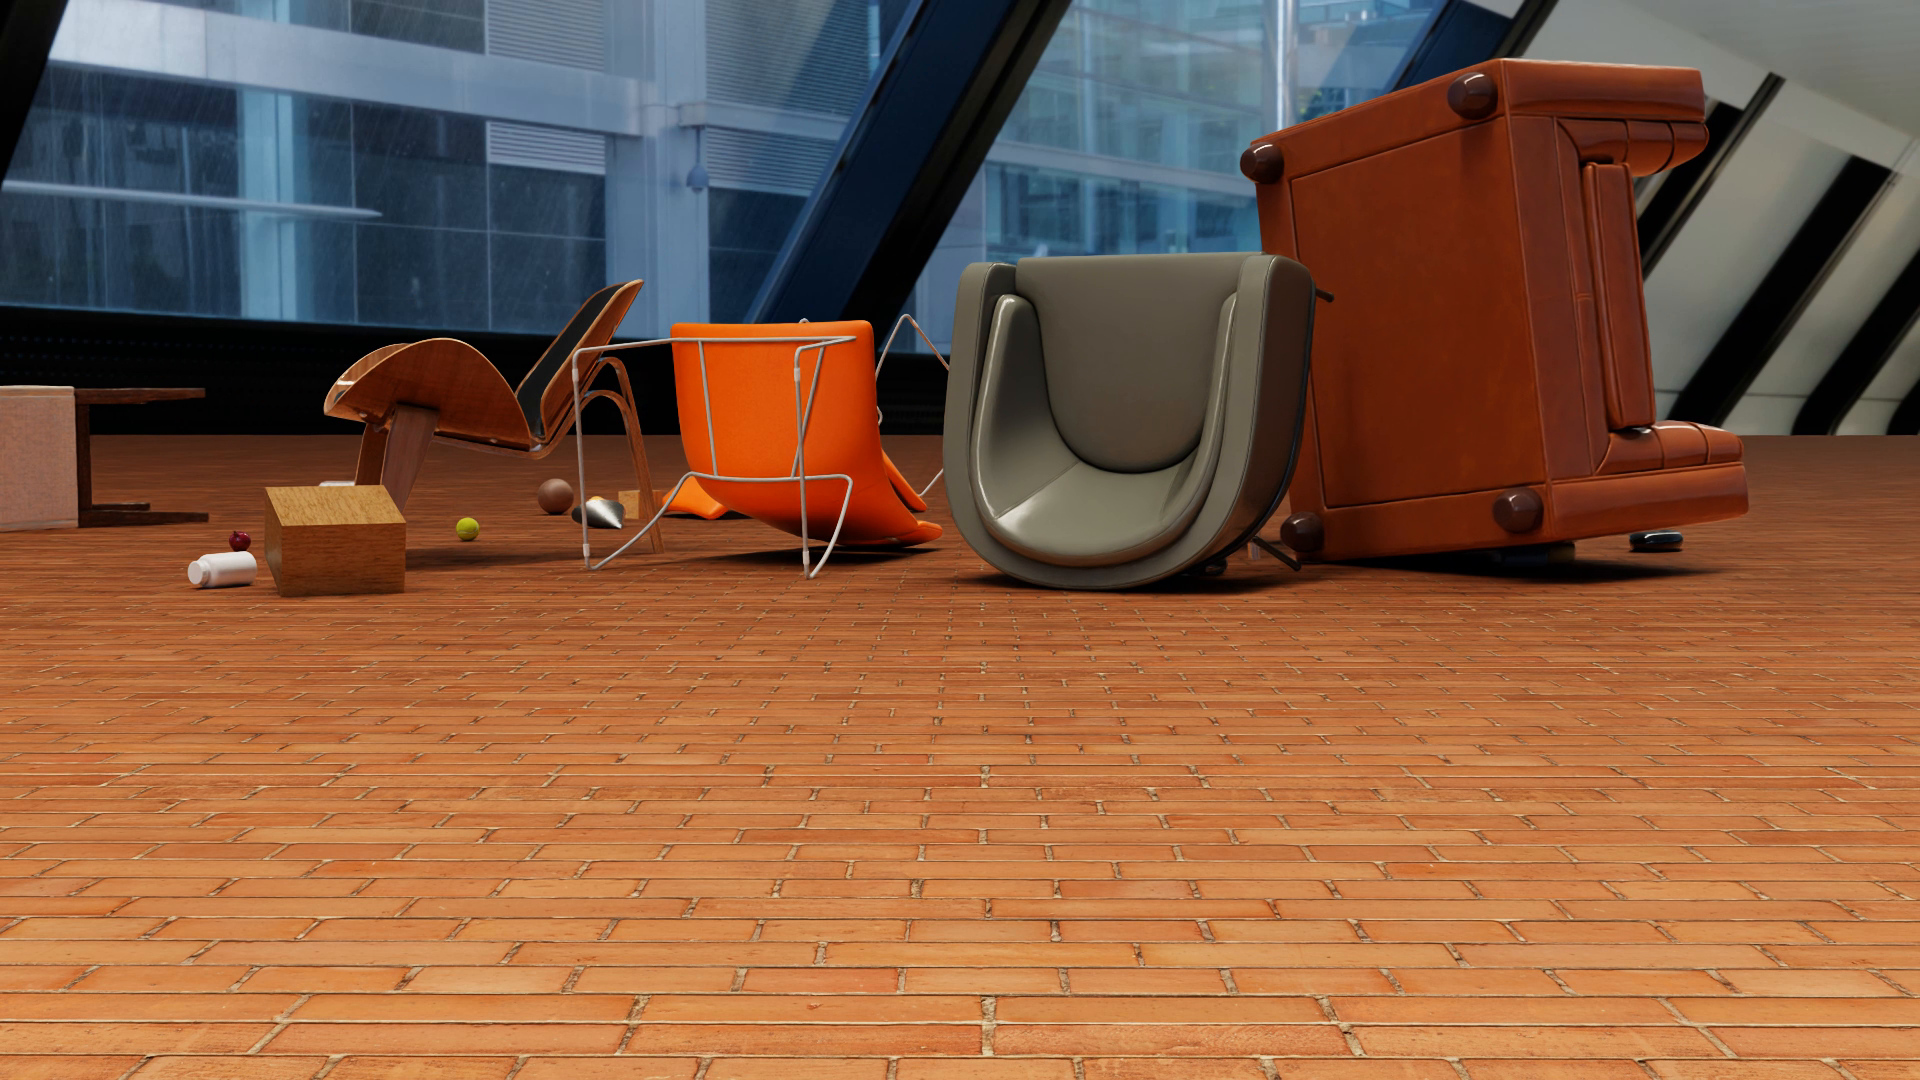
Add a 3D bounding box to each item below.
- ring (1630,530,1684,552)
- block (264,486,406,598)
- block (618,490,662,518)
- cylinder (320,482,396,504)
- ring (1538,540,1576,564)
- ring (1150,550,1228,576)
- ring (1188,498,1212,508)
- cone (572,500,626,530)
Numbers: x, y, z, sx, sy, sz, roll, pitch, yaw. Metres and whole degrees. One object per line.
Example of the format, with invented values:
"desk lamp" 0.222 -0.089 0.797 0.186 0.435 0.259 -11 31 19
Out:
"ring" 1.935 0.003 6.109 0.125 0.056 0.217 5 7 42
"block" -1.394 -0.001 4.898 0.261 0.162 0.289 -2 19 -24
"block" -1.115 -0.125 7.685 0.088 0.093 0.134 2 5 31
"cylinder" -2.092 -0.137 7.599 0.225 0.127 0.169 1 18 13
"ring" 1.544 0.031 5.690 0.095 0.057 0.213 -1 3 9
"ring" 0.558 0.056 5.354 0.171 0.053 0.200 -2 5 -42
"ring" 0.913 -0.141 8.345 0.107 0.037 0.083 -2 3 -41
"cone" -1.128 -0.060 7.091 0.206 0.096 0.144 -2 23 -41
